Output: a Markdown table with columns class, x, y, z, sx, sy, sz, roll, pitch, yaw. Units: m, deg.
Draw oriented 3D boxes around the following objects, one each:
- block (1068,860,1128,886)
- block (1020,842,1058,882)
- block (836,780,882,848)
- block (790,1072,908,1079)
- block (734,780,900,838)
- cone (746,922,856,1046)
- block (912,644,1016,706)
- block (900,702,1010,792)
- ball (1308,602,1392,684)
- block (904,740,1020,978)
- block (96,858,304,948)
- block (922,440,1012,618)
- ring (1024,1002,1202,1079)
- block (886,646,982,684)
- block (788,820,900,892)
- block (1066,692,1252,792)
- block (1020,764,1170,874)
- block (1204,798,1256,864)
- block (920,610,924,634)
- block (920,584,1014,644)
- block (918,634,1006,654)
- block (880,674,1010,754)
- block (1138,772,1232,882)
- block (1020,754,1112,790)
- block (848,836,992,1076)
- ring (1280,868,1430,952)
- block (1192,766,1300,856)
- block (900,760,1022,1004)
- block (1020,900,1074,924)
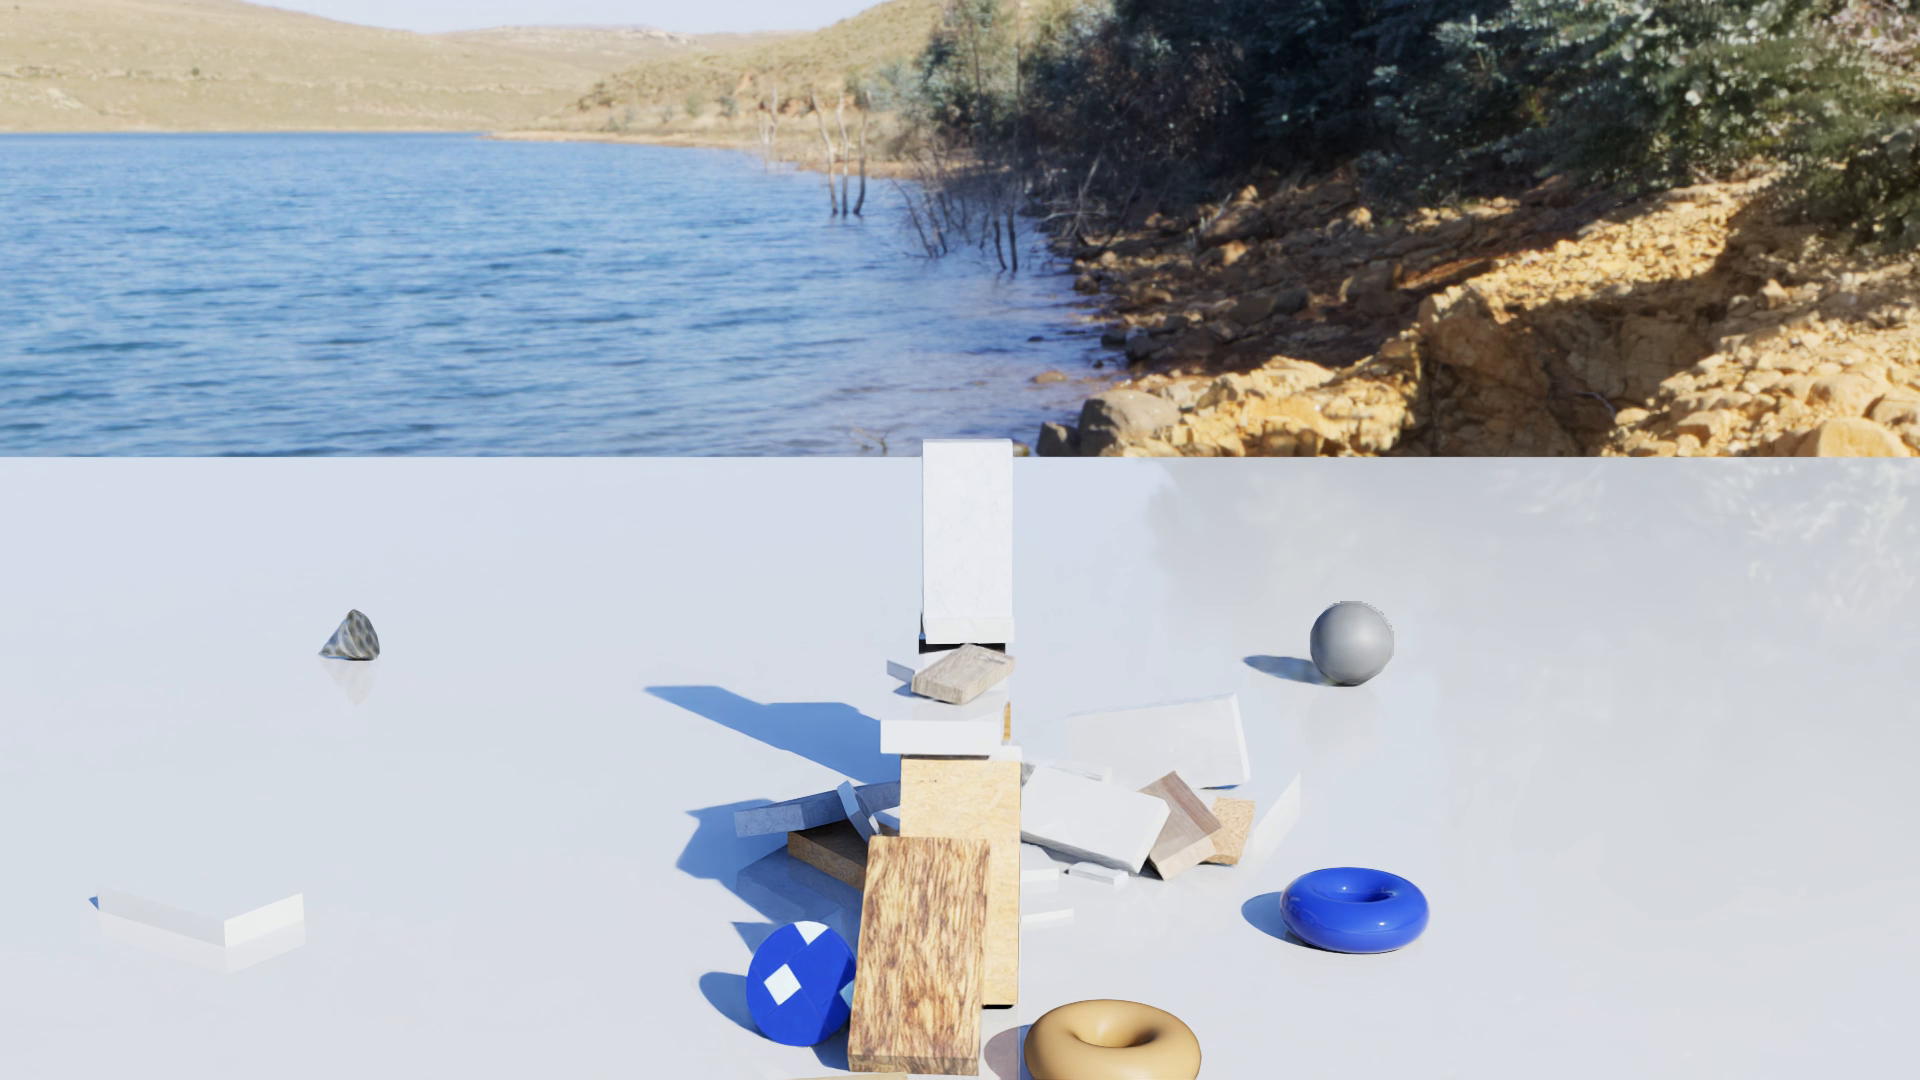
| class | x | y | z | sx | sy | sz | roll | pitch | yaw |
| --- | --- | --- | --- | --- | --- | --- | --- | --- | --- |
| block | 0.236 | 0.568 | 3.752 | 0.092 | 0.013 | 0.046 | 8 | 13 | 35 |
| block | 0.117 | 0.556 | 3.795 | 0.071 | 0.020 | 0.142 | -2 | 11 | -12 |
| block | -0.169 | 0.479 | 3.790 | 0.025 | 0.087 | 0.175 | -34 | 14 | -2 |
| block | -0.229 | 0.735 | 2.751 | 0.348 | 0.049 | 0.174 | -2 | 11 | -9 |
| block | -0.243 | 0.480 | 3.945 | 0.155 | 0.044 | 0.311 | -12 | -4 | 35 |
| cone | -0.190 | 0.646 | 3.155 | 0.173 | 0.173 | 0.173 | 5 | -15 | 24 |
| block | 0.007 | 0.206 | 3.389 | 0.087 | 0.025 | 0.177 | 15 | 21 | 25 |
| block | -0.007 | 0.437 | 3.528 | 0.175 | 0.350 | 0.050 | 0 | 7 | 1 |
| ball | 0.897 | 0.238 | 5.049 | 0.189 | 0.189 | 0.189 | 0 | 11 | 0 |
| block | 0.003 | 0.478 | 3.303 | 0.175 | 0.350 | 0.050 | 0 | 4 | 0 |
| block | -1.233 | 0.587 | 3.567 | 0.311 | 0.044 | 0.155 | 7 | 12 | 32 |
| block | 0.013 | -0.021 | 4.041 | 0.162 | 0.325 | 0.046 | -1 | 10 | -3 |
| ring | 0.204 | 0.686 | 2.940 | 0.238 | 0.079 | 0.238 | 1 | 11 | 0 |
| block | -0.019 | 0.200 | 3.501 | 0.175 | 0.025 | 0.087 | -7 | 12 | -32 |
| block | -0.151 | 0.545 | 3.790 | 0.155 | 0.044 | 0.310 | -7 | 13 | -34 |
| block | 0.371 | 0.389 | 4.132 | 0.325 | 0.162 | 0.046 | -9 | 6 | 22 |
| block | 0.220 | 0.484 | 3.824 | 0.263 | 0.037 | 0.131 | 12 | 58 | 34 |
| block | 0.467 | 0.508 | 3.847 | 0.071 | 0.020 | 0.142 | 4 | 37 | 20 |
| block | 0.004 | 0.300 | 4.345 | 0.162 | 0.324 | 0.046 | 0 | 11 | 0 |
| block | 0.011 | 0.138 | 4.203 | 0.162 | 0.046 | 0.324 | -1 | 11 | -3 |
| block | 0.004 | 0.339 | 4.133 | 0.162 | 0.324 | 0.046 | 0 | 11 | 0 |
| block | -0.018 | 0.258 | 3.389 | 0.175 | 0.050 | 0.350 | 1 | 10 | 3 |
| block | 0.367 | 0.498 | 3.848 | 0.131 | 0.037 | 0.263 | -28 | 20 | -5 |
| block | 0.150 | 0.462 | 3.989 | 0.263 | 0.131 | 0.037 | 6 | 19 | 28 |
| block | -0.052 | 0.574 | 3.063 | 0.174 | 0.049 | 0.348 | 1 | 48 | 4 |
| ring | 0.625 | 0.585 | 3.485 | 0.237 | 0.079 | 0.237 | -1 | 12 | 0 |
| block | 0.507 | 0.493 | 4.064 | 0.162 | 0.046 | 0.395 | 4 | 11 | 20 |
| block | 0.000 | 0.498 | 3.216 | 0.174 | 0.348 | 0.049 | 1 | -8 | 3 |
| block | 0.132 | 0.603 | 3.565 | 0.092 | 0.013 | 0.046 | -4 | 11 | -21 |
